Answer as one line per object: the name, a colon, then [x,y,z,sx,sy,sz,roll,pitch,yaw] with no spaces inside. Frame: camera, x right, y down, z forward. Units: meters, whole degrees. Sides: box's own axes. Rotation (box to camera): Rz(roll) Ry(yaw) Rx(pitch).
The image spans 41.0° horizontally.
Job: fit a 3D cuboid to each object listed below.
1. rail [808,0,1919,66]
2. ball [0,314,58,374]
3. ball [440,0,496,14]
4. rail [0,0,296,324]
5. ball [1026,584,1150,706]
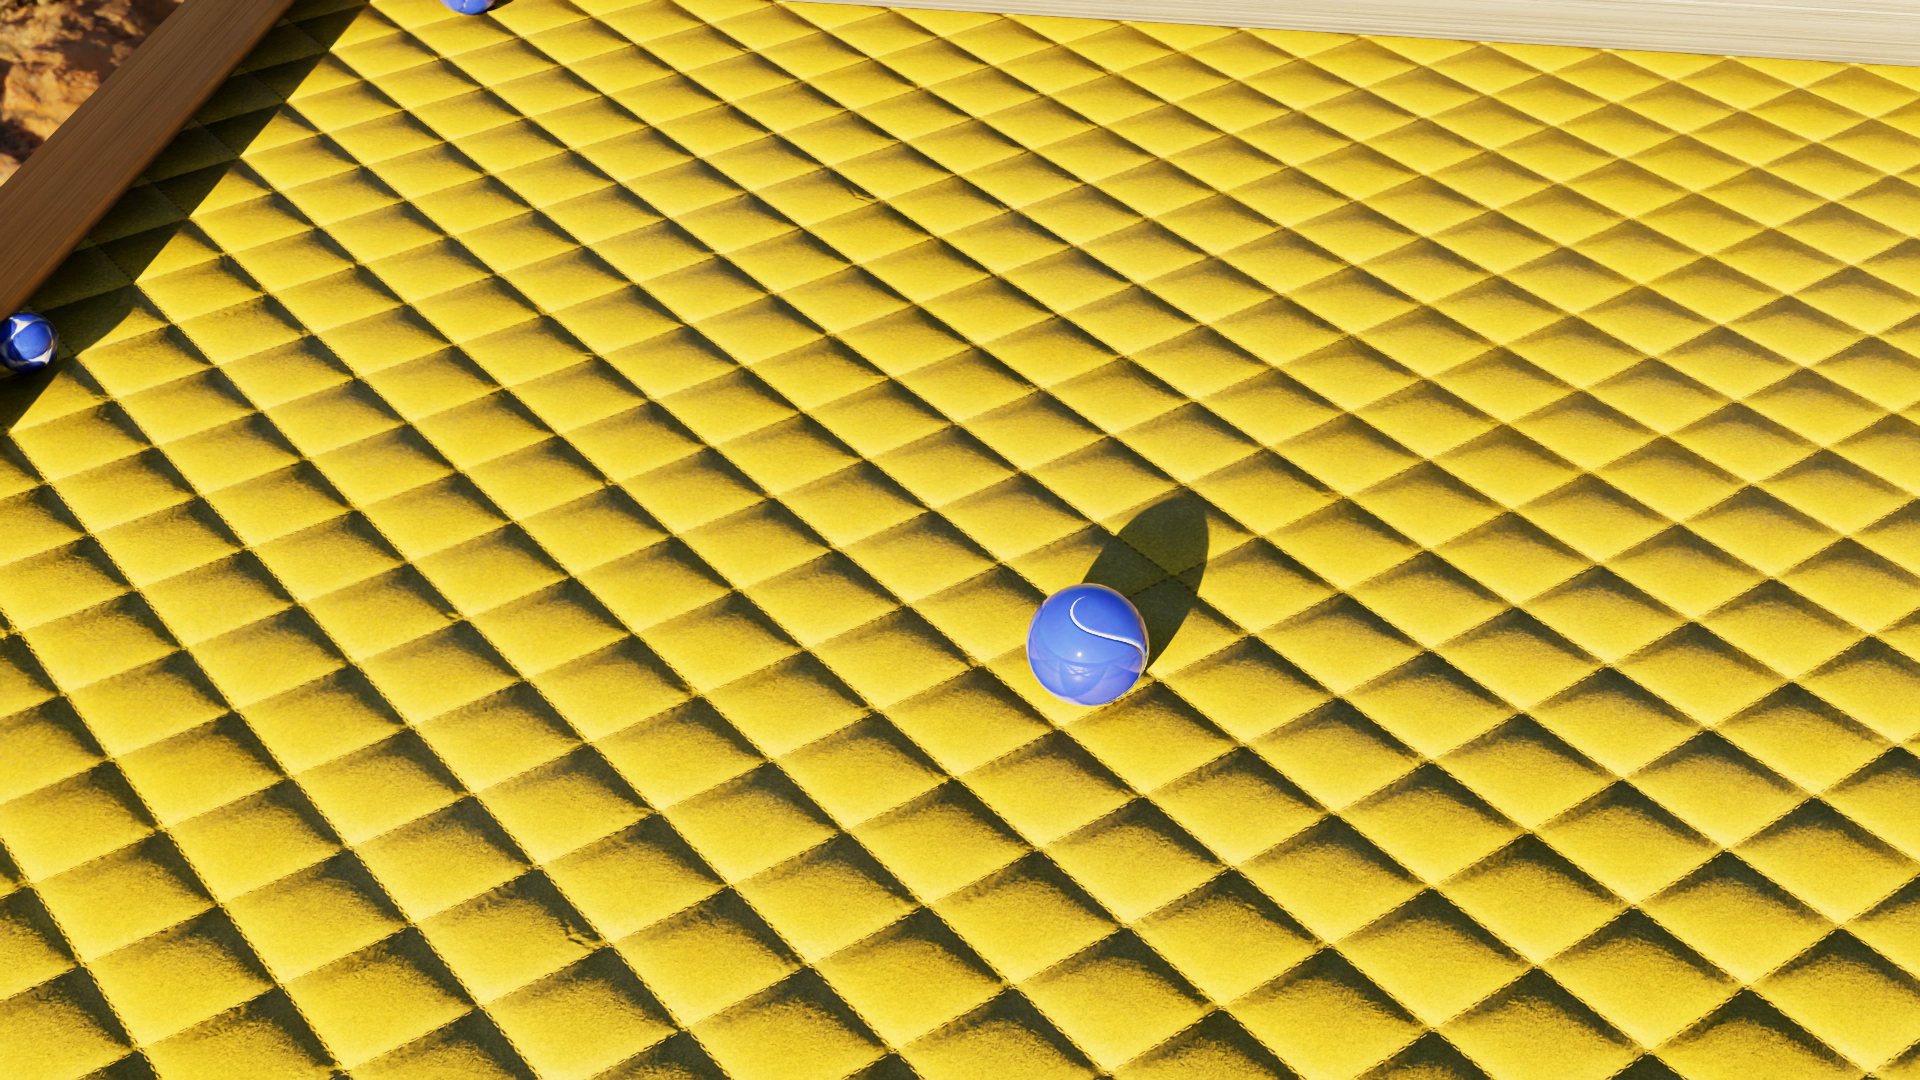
rail: [1.000,-0.518,2.581,3.457,0.110,0.045,5,35,7]
ball: [-0.773,-0.162,2.124,0.050,0.050,0.050,0,35,0]
ball: [-0.524,-0.596,2.727,0.074,0.074,0.074,0,35,0]
rail: [-0.832,-0.085,1.959,0.045,0.110,2.073,5,35,7]
ball: [0.087,0.072,1.756,0.085,0.085,0.085,0,35,0]
